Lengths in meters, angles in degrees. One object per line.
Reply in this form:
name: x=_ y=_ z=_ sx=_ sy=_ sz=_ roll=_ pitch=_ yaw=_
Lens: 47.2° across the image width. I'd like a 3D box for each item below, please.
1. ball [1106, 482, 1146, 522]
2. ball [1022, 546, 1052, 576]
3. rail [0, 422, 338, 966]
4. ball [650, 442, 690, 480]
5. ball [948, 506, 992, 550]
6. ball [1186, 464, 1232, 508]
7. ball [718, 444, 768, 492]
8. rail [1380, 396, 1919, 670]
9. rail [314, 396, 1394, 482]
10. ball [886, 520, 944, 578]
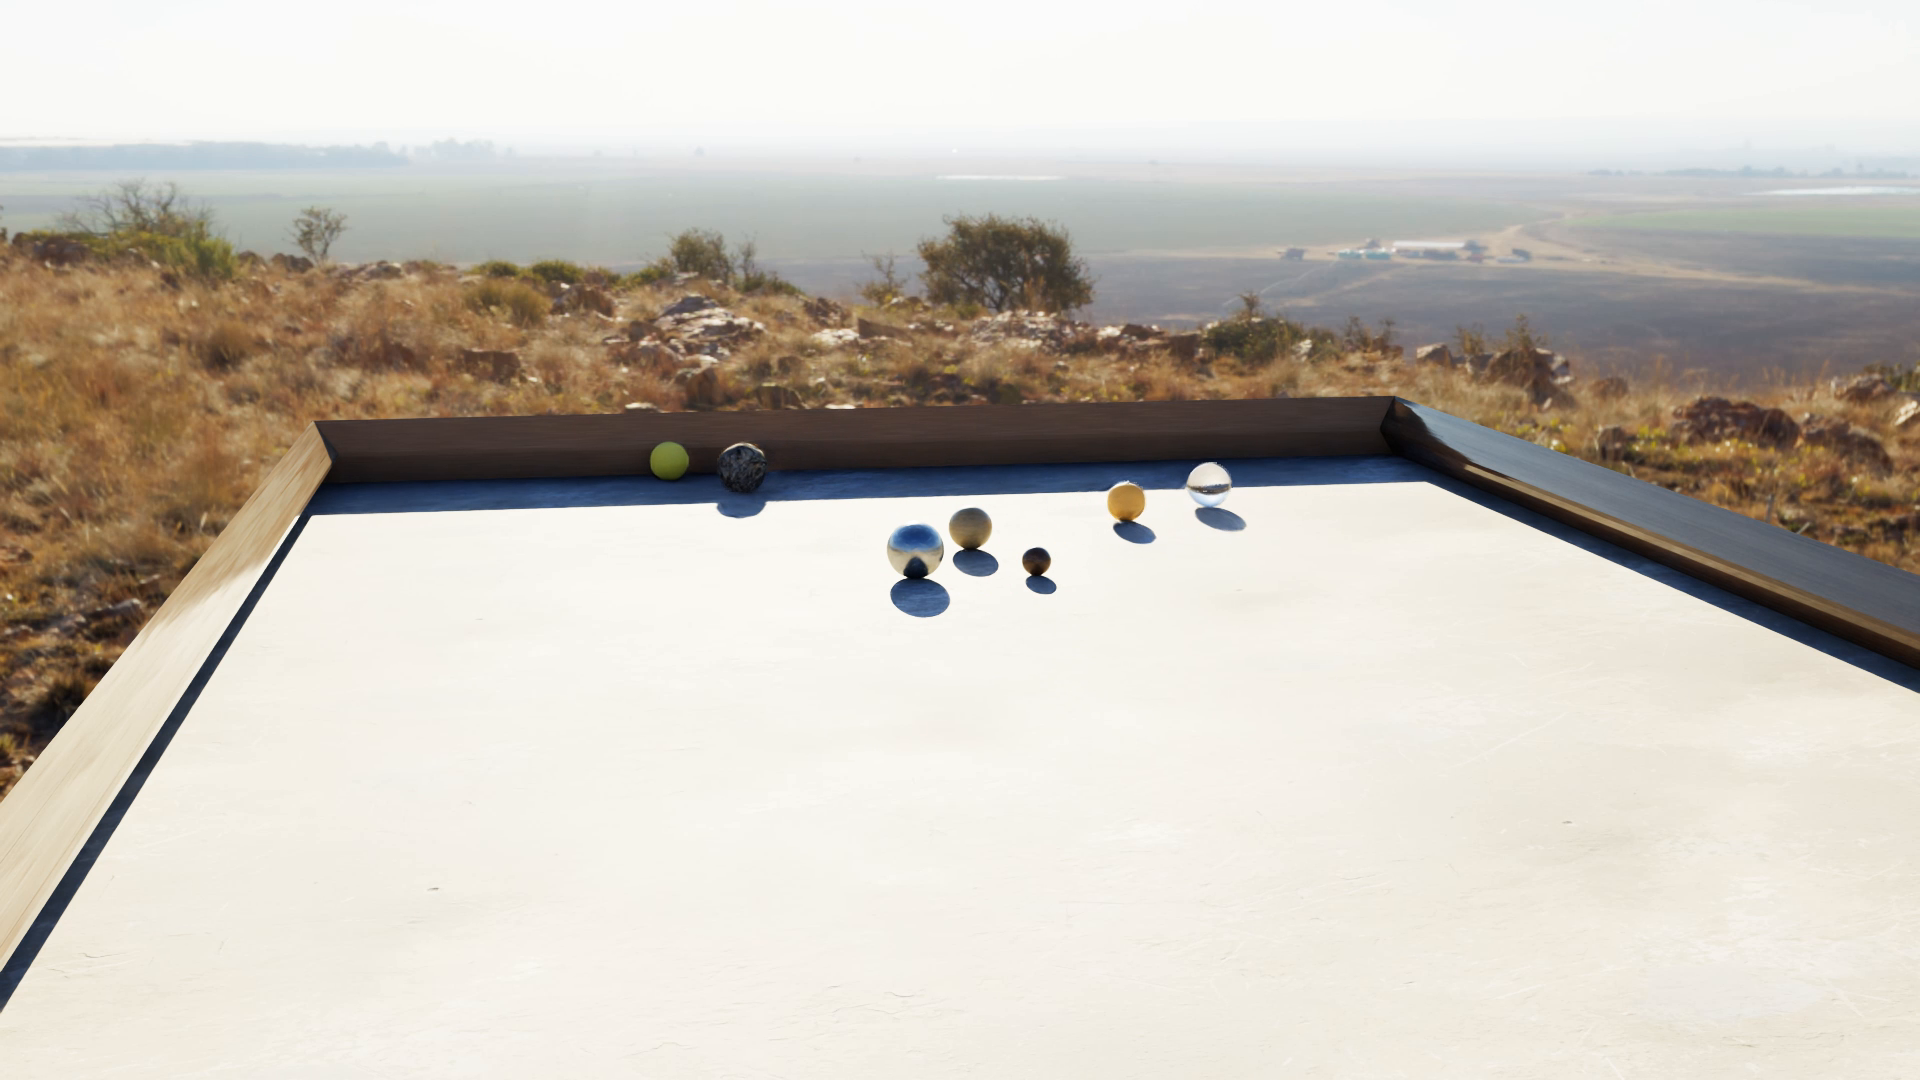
ball: x=0.260 y=-0.059 z=3.443 sx=0.062 sy=0.062 sz=0.062 roll=0 pitch=11 yaw=0
ball: x=0.106 y=0.029 z=3.043 sx=0.042 sy=0.042 sz=0.042 roll=0 pitch=11 yaw=0
rail: x=-0.792 y=0.173 z=2.127 sx=0.045 sy=0.107 sz=3.462 roll=-2 pitch=11 yaw=-10
ball: x=-0.506 y=-0.138 z=3.829 sx=0.068 sy=0.068 sz=0.068 roll=0 pitch=11 yaw=0
ball: x=0.015 y=-0.018 z=3.224 sx=0.065 sy=0.065 sz=0.065 roll=0 pitch=11 yaw=0
ball: x=0.403 y=-0.088 z=3.565 sx=0.072 sy=0.072 sz=0.072 roll=0 pitch=11 yaw=0
ball: x=-0.366 y=-0.122 z=3.710 sx=0.083 sy=0.083 sz=0.083 roll=0 pitch=11 yaw=0
rail: x=1.093 y=0.109 z=2.453 sx=0.045 sy=0.107 sz=3.462 roll=-2 pitch=11 yaw=-10
rail: x=-0.146 y=-0.180 z=3.940 sx=1.962 sy=0.107 sz=0.045 roll=-2 pitch=11 yaw=-10
ball: x=-0.061 y=0.013 z=3.022 sx=0.080 sy=0.080 sz=0.080 roll=0 pitch=11 yaw=0
